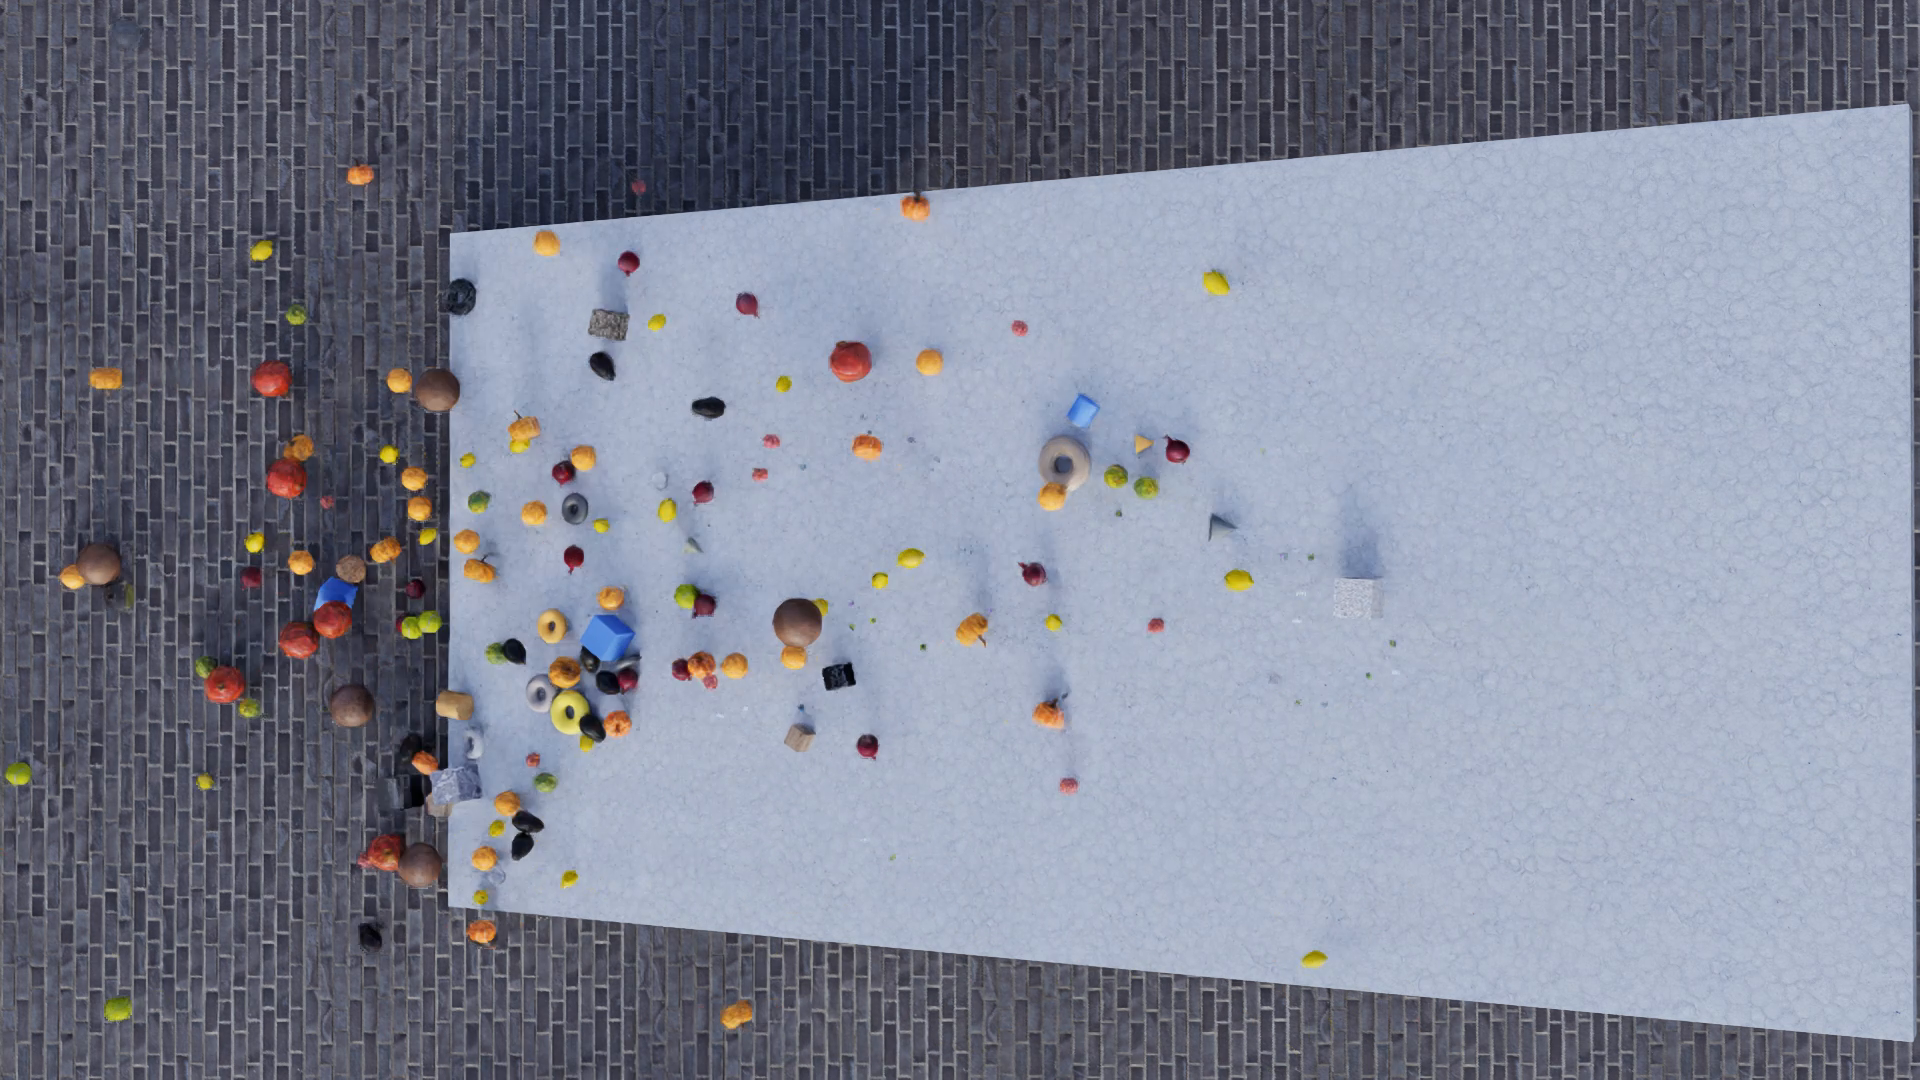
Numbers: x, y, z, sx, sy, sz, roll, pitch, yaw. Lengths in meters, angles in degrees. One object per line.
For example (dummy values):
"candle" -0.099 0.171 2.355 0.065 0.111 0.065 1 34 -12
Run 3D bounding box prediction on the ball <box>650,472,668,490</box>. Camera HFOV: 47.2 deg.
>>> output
"ball" -0.841 -0.166 6.158 0.050 0.050 0.050 0 89 0

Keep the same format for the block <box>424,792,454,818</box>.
"block" -1.540 0.783 6.509 0.057 0.057 0.057 14 96 27

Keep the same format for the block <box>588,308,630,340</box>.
"block" -0.994 -0.610 6.229 0.075 0.075 0.075 14 96 27

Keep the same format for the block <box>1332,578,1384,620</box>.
"block" 0.942 0.138 5.201 0.093 0.093 0.093 2 90 28

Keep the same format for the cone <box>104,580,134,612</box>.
"cone" -2.534 0.169 6.578 0.095 0.095 0.095 0 89 0

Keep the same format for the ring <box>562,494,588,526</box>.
"ring" -1.104 -0.088 6.306 0.091 0.030 0.091 -1 89 29

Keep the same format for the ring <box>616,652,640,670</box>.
"ring" -0.932 0.340 6.175 0.075 0.075 0.025 -29 105 0

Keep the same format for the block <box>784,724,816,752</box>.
"block" -0.432 0.535 5.935 0.054 0.054 0.054 32 104 24

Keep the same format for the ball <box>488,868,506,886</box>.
"ball" -1.350 0.982 6.410 0.053 0.053 0.053 0 89 0

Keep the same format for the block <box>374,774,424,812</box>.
"block" -1.670 0.752 6.553 0.095 0.095 0.095 -7 89 36

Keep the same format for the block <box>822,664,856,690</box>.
"block" -0.324 0.366 5.878 0.060 0.060 0.060 -16 82 27

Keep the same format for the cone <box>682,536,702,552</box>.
"cone" -0.736 0.024 6.116 0.053 0.053 0.053 27 89 5

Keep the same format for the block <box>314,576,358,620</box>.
"block" -1.864 0.176 6.567 0.084 0.084 0.084 22 111 1

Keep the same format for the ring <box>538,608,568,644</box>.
"ring" -1.175 0.247 6.338 0.100 0.033 0.100 -1 89 29

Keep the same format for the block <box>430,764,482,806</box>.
"block" -1.480 0.719 6.455 0.098 0.098 0.098 -13 84 27

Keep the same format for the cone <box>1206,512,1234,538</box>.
"cone" 0.649 -0.030 5.391 0.067 0.067 0.067 17 89 -21

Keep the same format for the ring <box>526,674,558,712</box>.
"ring" -1.207 0.443 6.350 0.112 0.037 0.112 -1 88 29

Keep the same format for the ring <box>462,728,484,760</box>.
"ring" -1.429 0.597 6.458 0.094 0.031 0.094 -1 88 44

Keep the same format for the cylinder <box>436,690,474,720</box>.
"cylinder" -1.486 0.487 6.472 0.079 0.079 0.079 8 89 27

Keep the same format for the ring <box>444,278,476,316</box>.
"ring" -1.477 -0.719 6.504 0.111 0.037 0.111 0 90 29

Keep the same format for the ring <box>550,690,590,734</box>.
"ring" -1.117 0.493 6.300 0.127 0.042 0.127 0 90 26

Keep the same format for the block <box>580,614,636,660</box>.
"block" -0.996 0.275 6.211 0.091 0.091 0.091 38 106 23

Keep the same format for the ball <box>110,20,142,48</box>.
"ball" -2.504 -1.519 6.600 0.086 0.086 0.086 0 89 0

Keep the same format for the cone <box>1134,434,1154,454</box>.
"cone" 0.464 -0.242 5.494 0.050 0.050 0.050 -6 89 1

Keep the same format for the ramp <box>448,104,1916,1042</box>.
"ramp" 0.277 0.078 5.657 4.000 0.100 2.000 0 89 28

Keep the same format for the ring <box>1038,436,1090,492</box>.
"ring" 0.265 -0.193 5.583 0.144 0.048 0.144 0 91 27

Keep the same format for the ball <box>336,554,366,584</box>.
"ball" -1.821 0.088 6.582 0.088 0.088 0.088 0 89 0
